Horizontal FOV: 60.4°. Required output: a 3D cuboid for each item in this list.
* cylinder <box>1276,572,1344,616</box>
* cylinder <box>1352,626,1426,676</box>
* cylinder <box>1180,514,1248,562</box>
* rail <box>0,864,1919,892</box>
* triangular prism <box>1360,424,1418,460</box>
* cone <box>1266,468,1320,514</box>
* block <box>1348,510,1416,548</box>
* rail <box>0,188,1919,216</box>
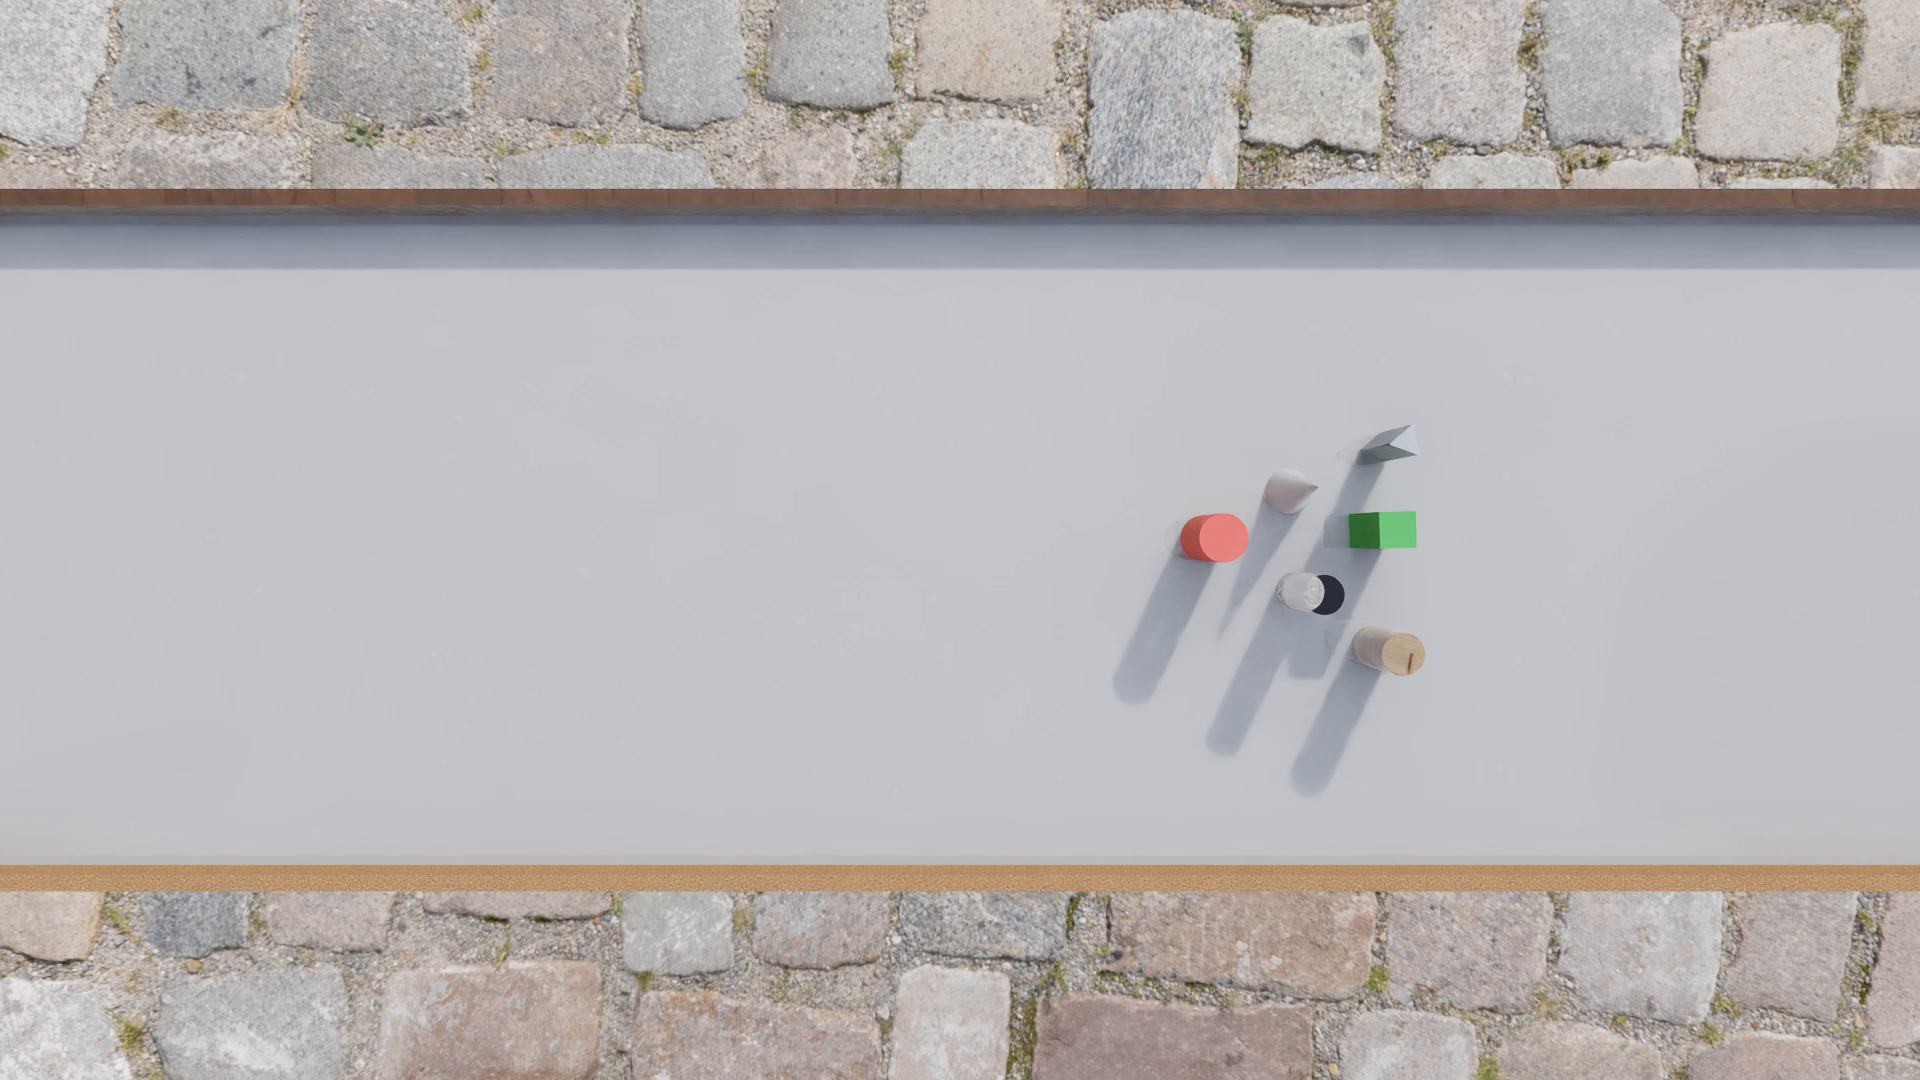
[{"bbox_3d":[1.031,0.155,4.870,0.115,0.412,0.115,0,90,0],"label":"cylinder"},{"bbox_3d":[1.267,0.327,4.894,0.125,0.365,0.125,0,90,0],"label":"cylinder"},{"bbox_3d":[0.748,-0.006,4.876,0.140,0.401,0.140,0,90,0],"label":"cylinder"},{"bbox_3d":[-2.247,1.025,5.001,12.000,0.150,0.050,0,90,0],"label":"rail"},{"bbox_3d":[1.283,-0.295,4.895,0.087,0.363,0.076,20,90,0],"label":"triangular prism"},{"bbox_3d":[1.010,-0.150,4.853,0.140,0.447,0.140,0,90,0],"label":"cone"},{"bbox_3d":[1.251,-0.029,4.893,0.105,0.366,0.105,-2,90,0],"label":"block"},{"bbox_3d":[-2.247,-1.025,5.002,12.000,0.150,0.050,0,90,0],"label":"rail"}]
